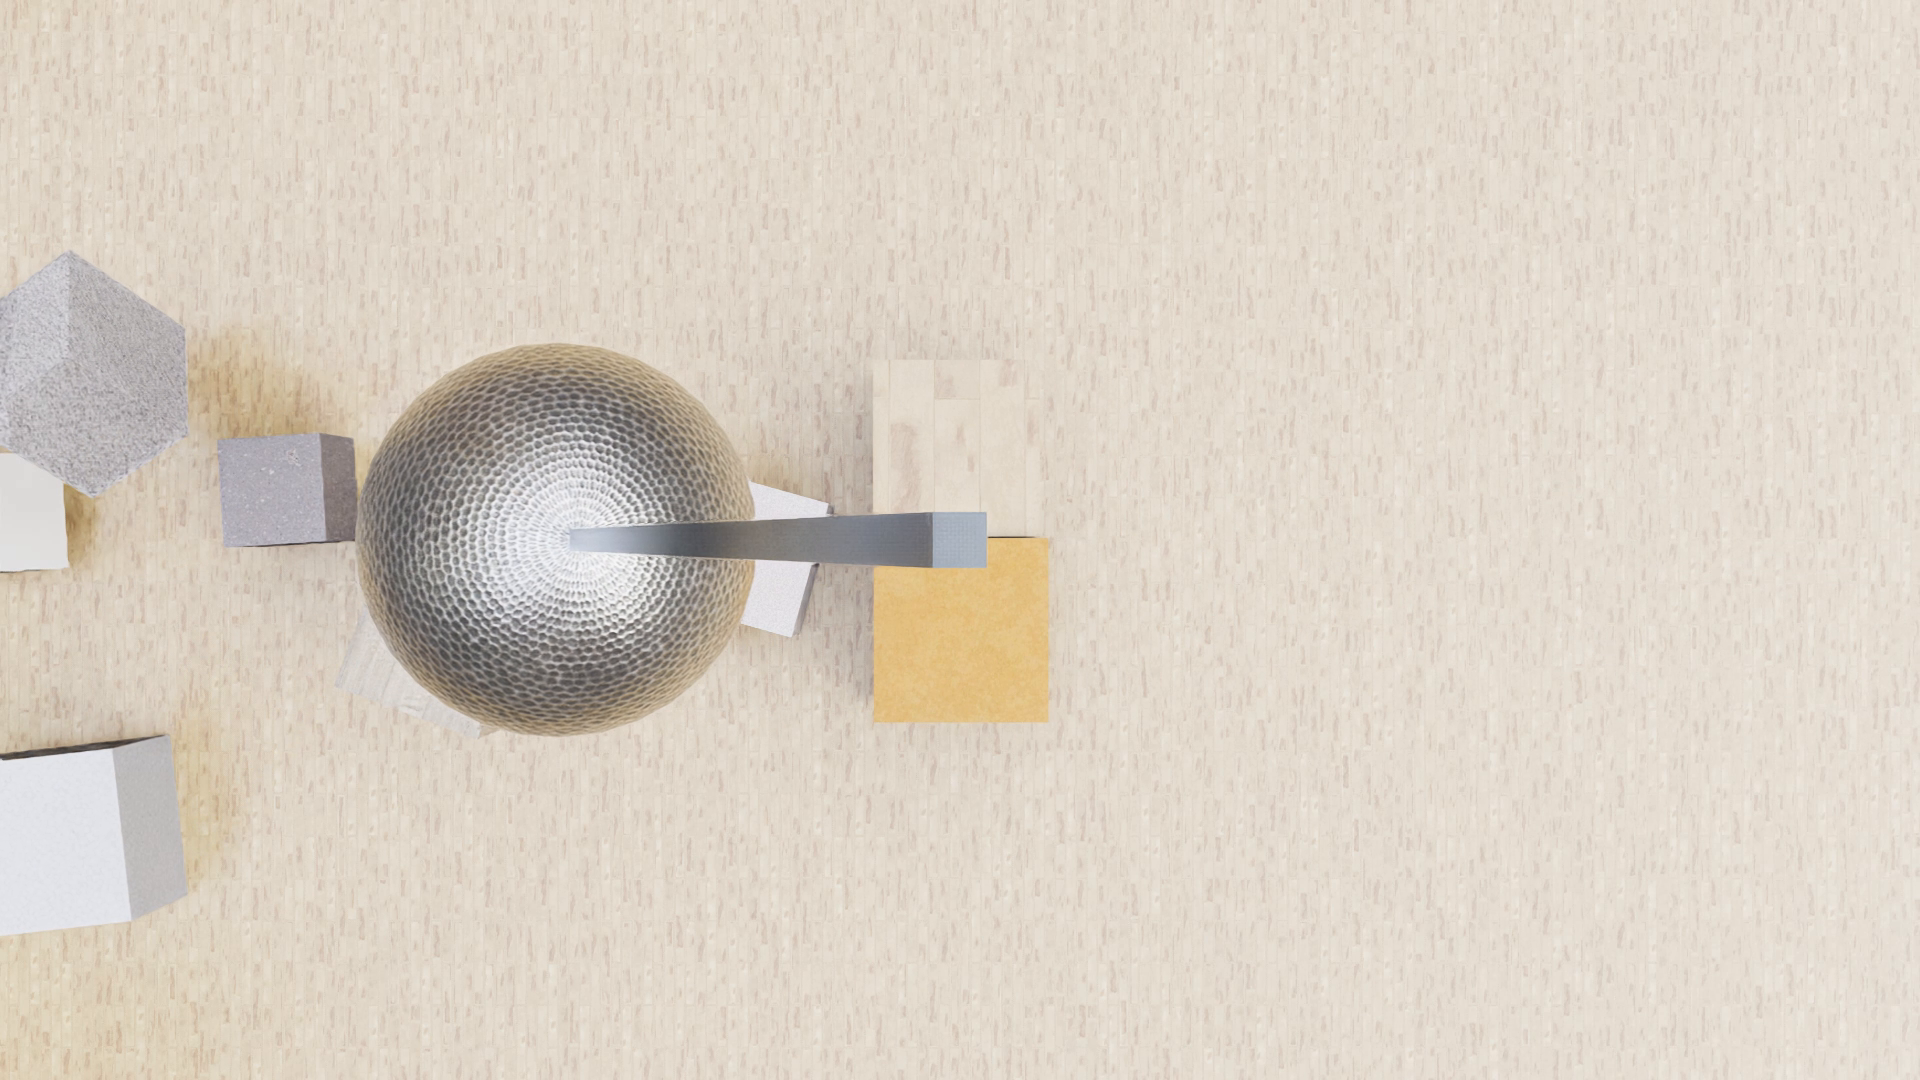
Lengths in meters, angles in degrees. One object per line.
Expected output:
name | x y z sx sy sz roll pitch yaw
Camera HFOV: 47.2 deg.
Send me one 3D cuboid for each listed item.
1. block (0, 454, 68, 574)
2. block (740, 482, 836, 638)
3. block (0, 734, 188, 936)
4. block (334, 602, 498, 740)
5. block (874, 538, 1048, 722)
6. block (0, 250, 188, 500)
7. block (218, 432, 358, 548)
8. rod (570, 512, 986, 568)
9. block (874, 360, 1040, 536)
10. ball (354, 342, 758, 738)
block | -5.654 -0.131 12.511 0.711 0.761 0.657 -4 90 23
block | -1.197 0.071 12.641 0.744 0.717 0.776 16 90 0
block | -5.120 1.681 12.553 1.015 0.893 0.955 -6 90 0
block | -2.942 0.580 12.615 0.851 0.770 0.815 20 90 0
block | 0.007 0.492 12.484 0.951 1.031 1.003 0 90 0
block | -4.615 -0.863 11.549 0.691 0.792 0.800 -30 50 16
block | -3.852 -0.279 12.654 0.575 0.691 0.608 -4 90 0
rod | -0.702 0.000 5.630 0.080 5.200 0.080 0 90 -16
block | -0.020 -0.507 12.557 0.916 0.885 0.974 0 90 0
ball | -1.621 0.000 8.904 1.600 1.600 1.600 0 90 0
